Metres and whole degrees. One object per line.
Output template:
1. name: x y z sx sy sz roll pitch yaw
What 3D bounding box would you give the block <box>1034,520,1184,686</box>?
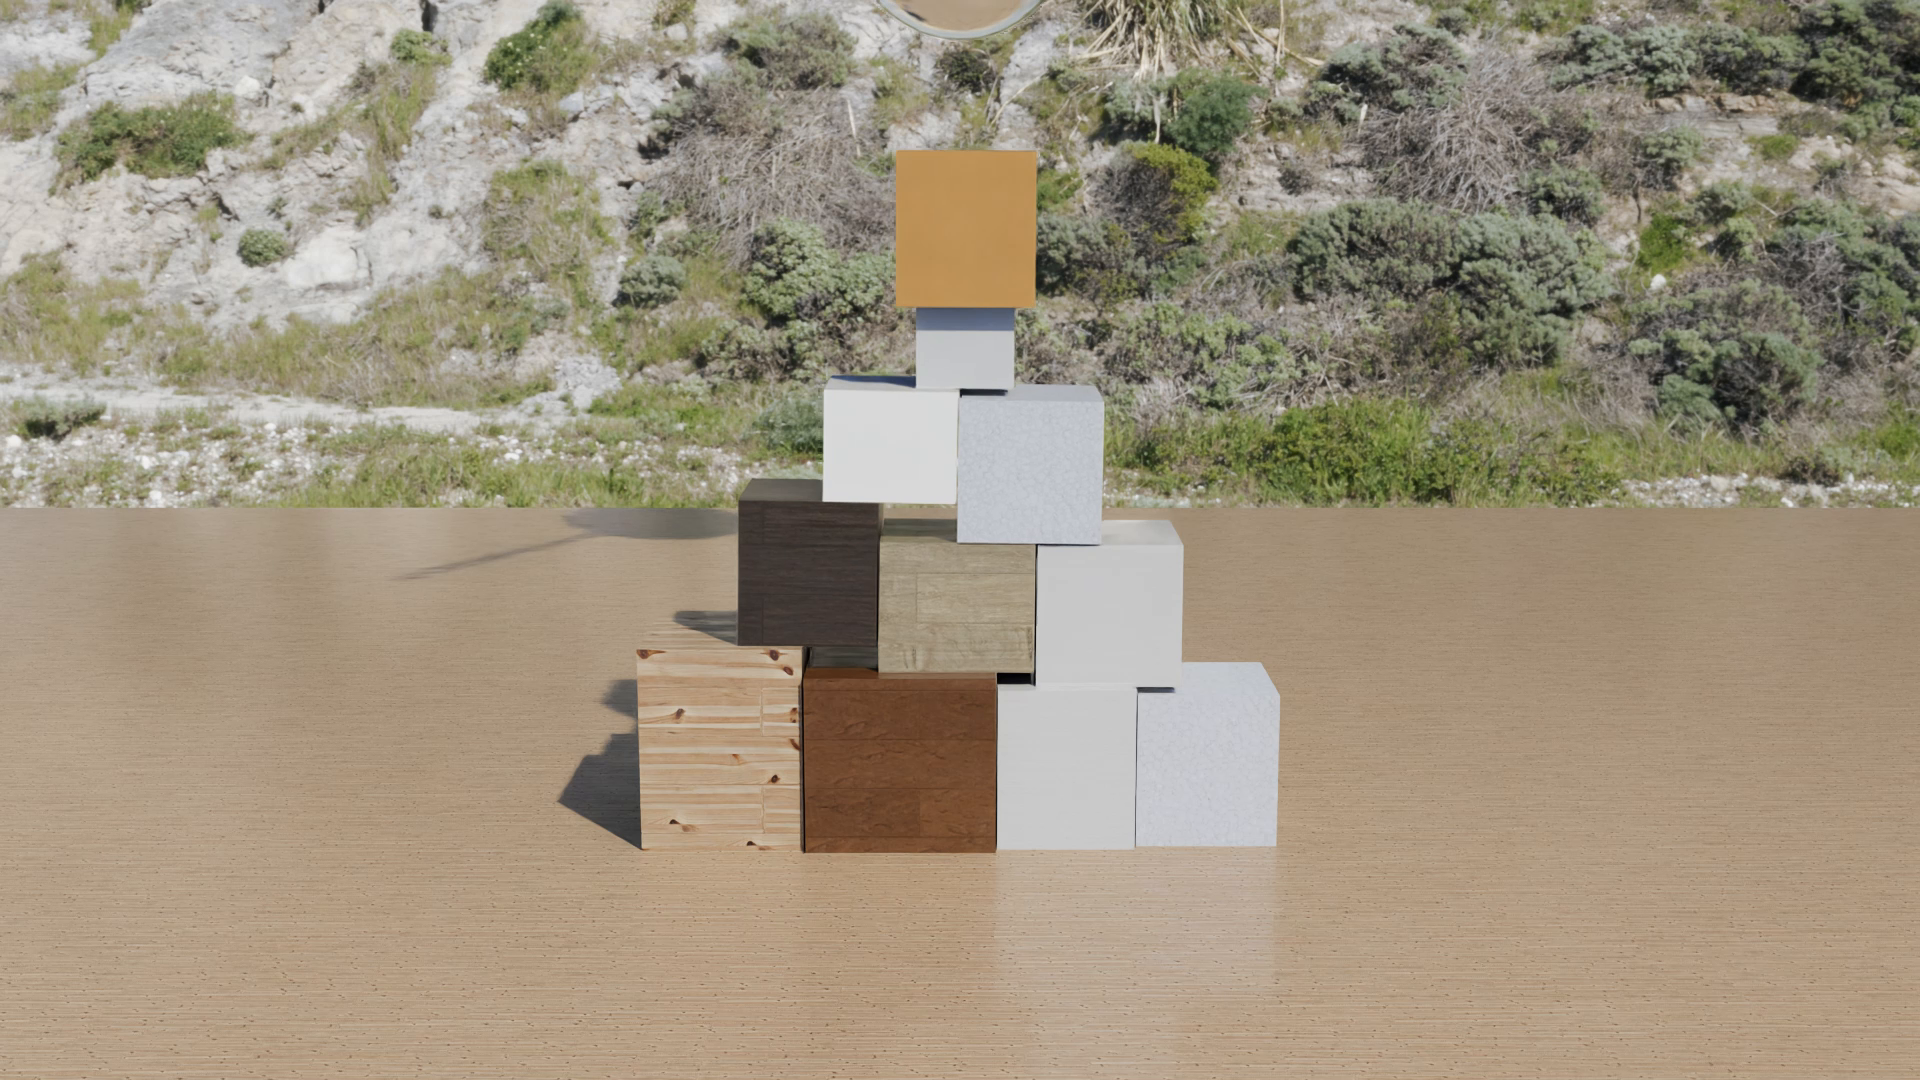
1. block: 0.740 0.313 11.256 0.723 0.718 0.731 0 10 0

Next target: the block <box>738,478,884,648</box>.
1. block: -0.751 0.105 11.196 0.687 0.729 0.715 1 10 0

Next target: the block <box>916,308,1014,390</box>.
1. block: 0.027 -0.986 11.020 0.482 0.408 0.458 0 10 0

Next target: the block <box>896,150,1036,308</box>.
1. block: 0.030 -1.552 10.908 0.673 0.747 0.641 0 10 0

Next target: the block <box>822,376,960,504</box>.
1. block: -0.339 -0.515 11.080 0.659 0.549 0.693 1 10 0

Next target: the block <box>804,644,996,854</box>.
1. block: -0.297 1.037 11.362 0.948 0.894 0.952 0 10 0

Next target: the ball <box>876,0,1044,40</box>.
1. ball: 0.000 -4.372 15.625 1.600 1.600 1.600 0 10 0

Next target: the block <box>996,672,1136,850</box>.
1. block: 0.531 1.075 11.365 0.689 0.819 0.837 0 10 0

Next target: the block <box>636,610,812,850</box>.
1. block: -1.187 0.966 11.374 0.812 1.030 0.920 0 10 0

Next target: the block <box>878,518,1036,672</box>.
1. block: -0.015 0.274 11.220 0.773 0.655 0.696 0 10 0

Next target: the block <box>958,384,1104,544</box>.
1. block: 0.344 -0.395 11.116 0.707 0.704 0.745 1 10 0

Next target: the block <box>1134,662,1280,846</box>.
1. block: 1.239 1.095 11.363 0.708 0.779 0.720 0 10 0
